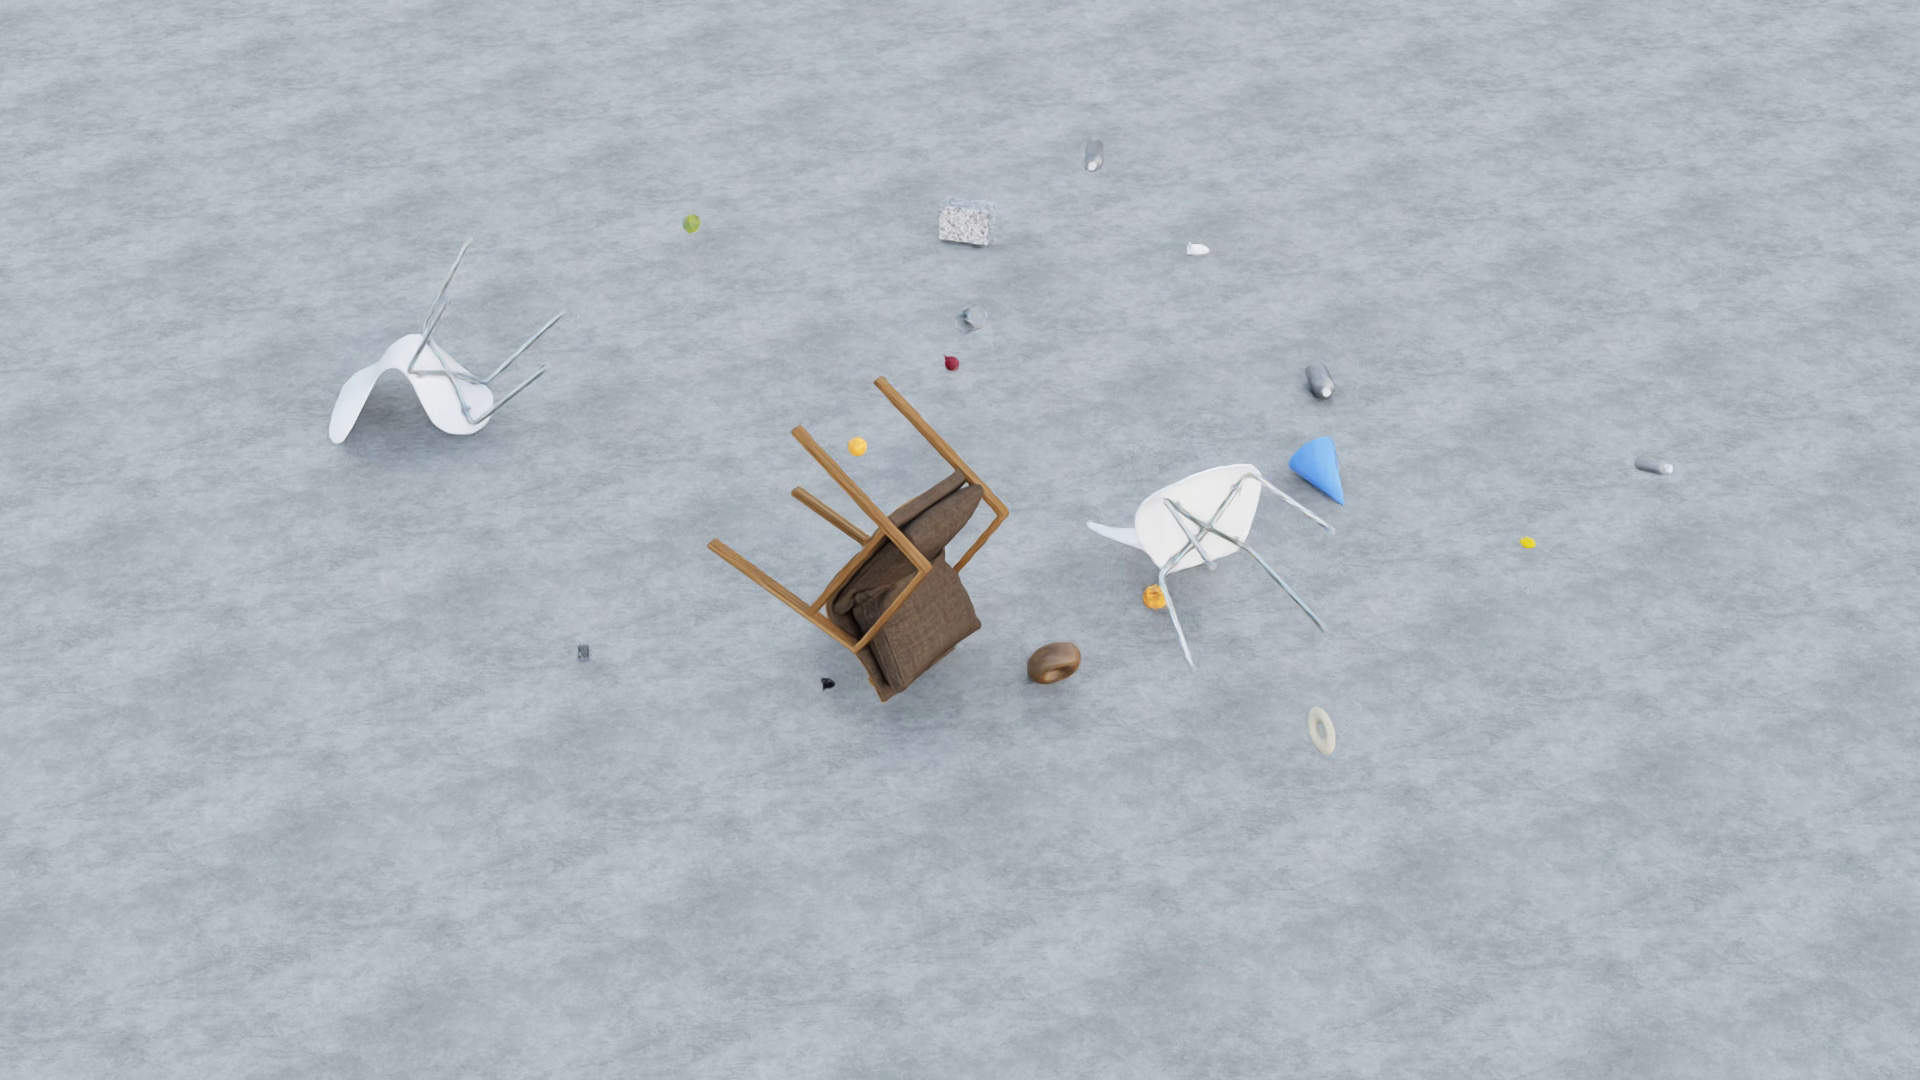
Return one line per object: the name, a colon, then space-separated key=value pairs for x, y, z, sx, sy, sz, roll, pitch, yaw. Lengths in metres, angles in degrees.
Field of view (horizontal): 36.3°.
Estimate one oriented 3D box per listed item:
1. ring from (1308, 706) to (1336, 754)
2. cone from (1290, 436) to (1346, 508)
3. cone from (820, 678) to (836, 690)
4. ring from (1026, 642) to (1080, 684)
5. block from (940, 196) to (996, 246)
ring: x=1.174 y=0.619 z=9.524 sx=0.040 sy=0.085 sz=0.166 roll=14 pitch=55 yaw=-55
cone: x=1.409 y=-0.228 z=11.211 sx=0.198 sy=0.165 sz=0.284 roll=-37 pitch=55 yaw=14
cone: x=-0.462 y=0.505 z=10.118 sx=0.057 sy=0.068 sz=0.035 roll=24 pitch=66 yaw=4
ring: x=0.324 y=0.425 z=10.138 sx=0.161 sy=0.208 sz=0.094 roll=20 pitch=50 yaw=-47
block: x=0.033 y=-1.408 z=12.927 sx=0.221 sy=0.158 sz=0.117 roll=9 pitch=29 yaw=14
